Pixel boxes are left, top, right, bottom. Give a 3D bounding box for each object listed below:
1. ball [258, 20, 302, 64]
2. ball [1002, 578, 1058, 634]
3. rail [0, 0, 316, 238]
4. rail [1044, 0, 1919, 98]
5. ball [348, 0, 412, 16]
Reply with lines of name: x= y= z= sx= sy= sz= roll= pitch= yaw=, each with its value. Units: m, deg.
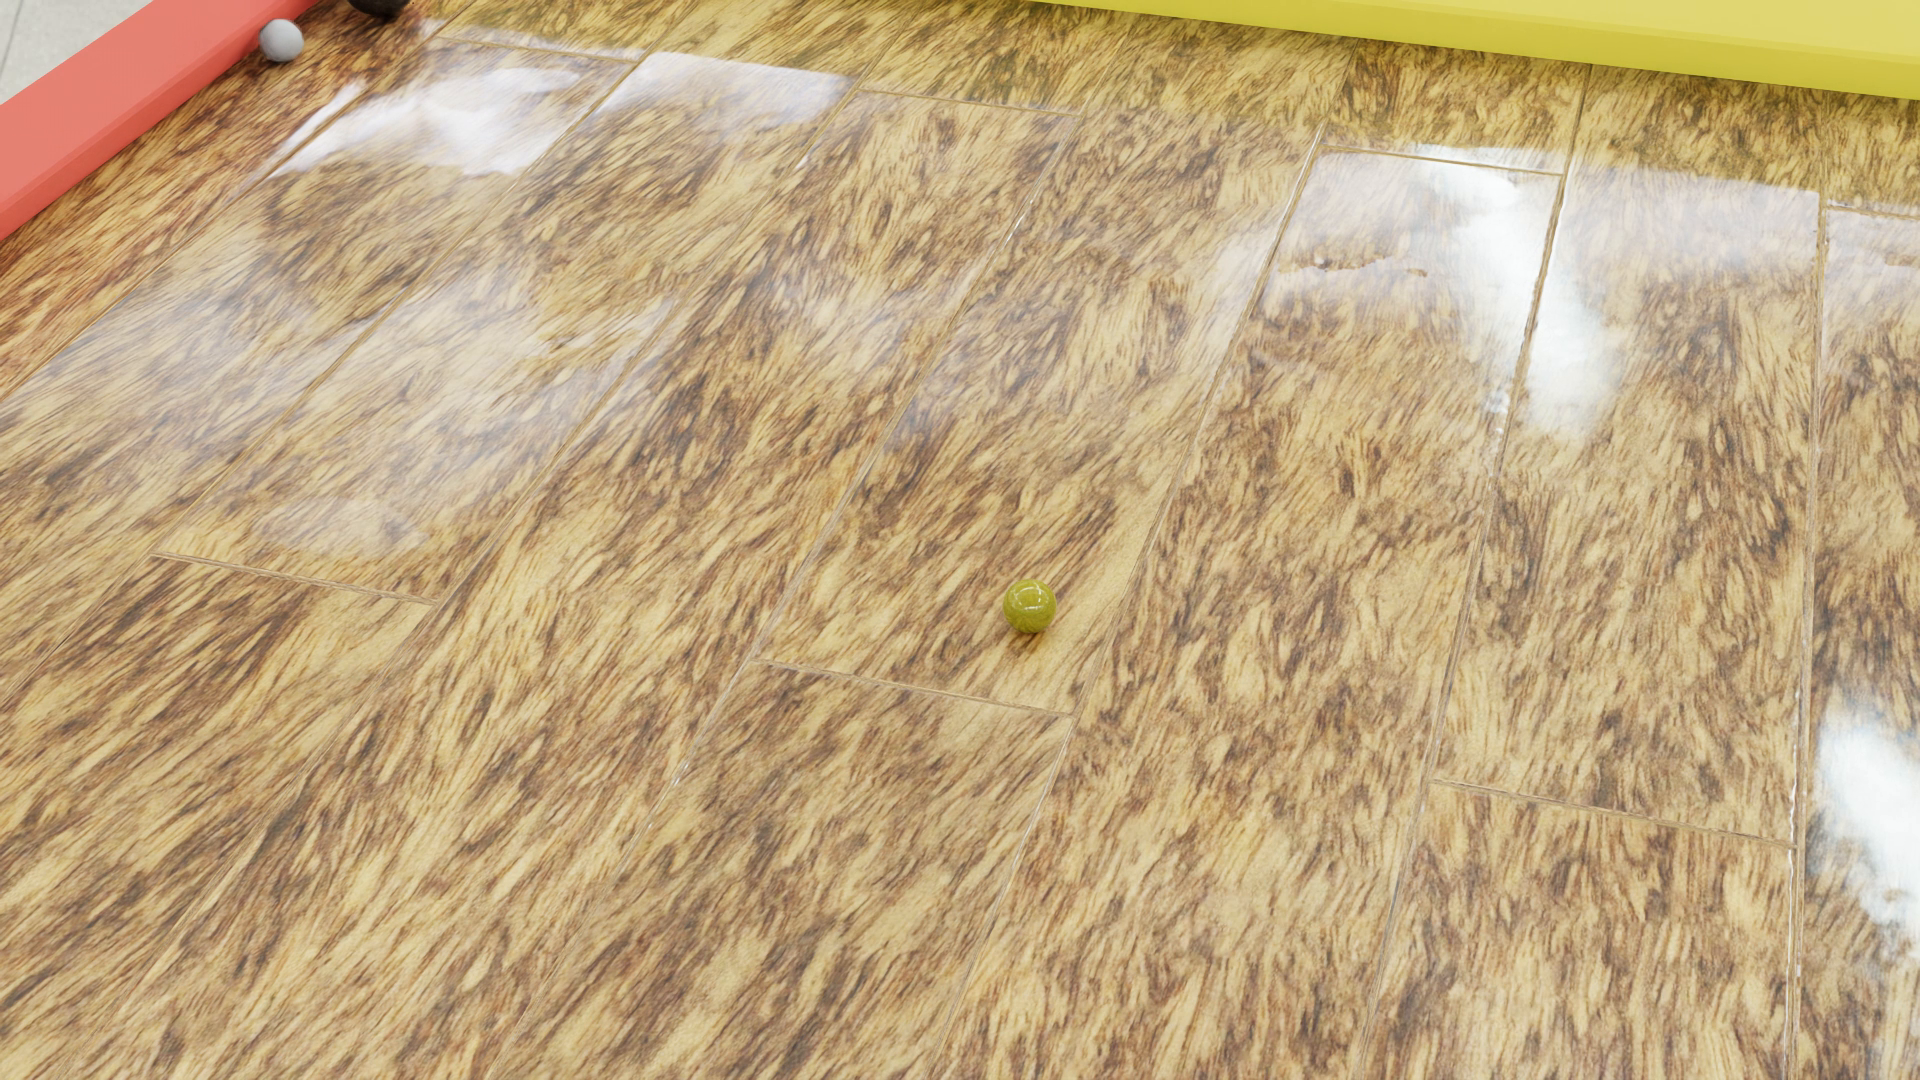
ball: x=-0.741 y=-0.544 z=2.800 sx=0.047 sy=0.047 sz=0.047 roll=0 pitch=34 yaw=0
ball: x=0.052 y=0.049 z=1.917 sx=0.041 sy=0.041 sz=0.041 roll=0 pitch=34 yaw=0
rail: x=-0.978 y=-0.183 z=2.192 sx=0.045 sy=0.120 sz=2.295 roll=9 pitch=35 yaw=14
rail: x=1.319 y=-0.457 z=2.601 sx=4.173 sy=0.120 sz=0.045 roll=9 pitch=35 yaw=14
ball: x=-0.658 y=-0.640 z=2.902 sx=0.092 sy=0.092 sz=0.092 roll=0 pitch=34 yaw=0
